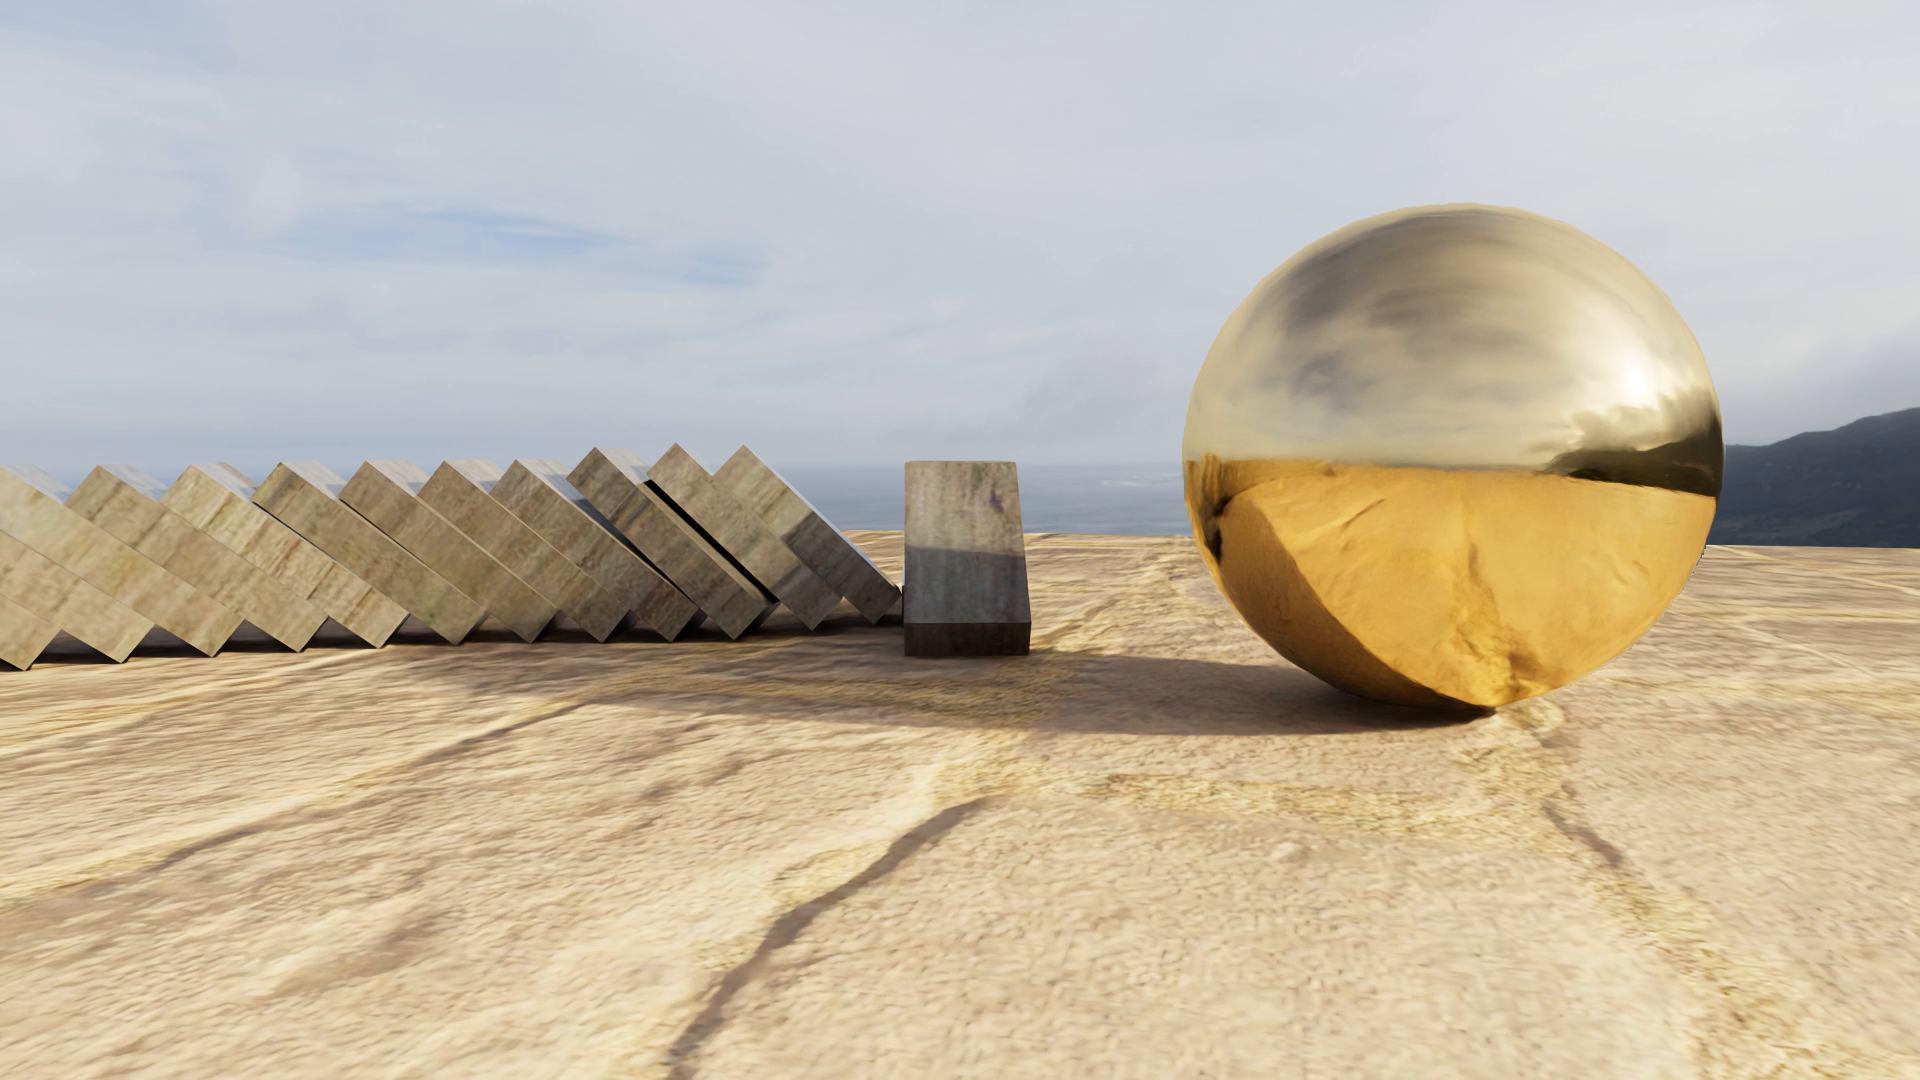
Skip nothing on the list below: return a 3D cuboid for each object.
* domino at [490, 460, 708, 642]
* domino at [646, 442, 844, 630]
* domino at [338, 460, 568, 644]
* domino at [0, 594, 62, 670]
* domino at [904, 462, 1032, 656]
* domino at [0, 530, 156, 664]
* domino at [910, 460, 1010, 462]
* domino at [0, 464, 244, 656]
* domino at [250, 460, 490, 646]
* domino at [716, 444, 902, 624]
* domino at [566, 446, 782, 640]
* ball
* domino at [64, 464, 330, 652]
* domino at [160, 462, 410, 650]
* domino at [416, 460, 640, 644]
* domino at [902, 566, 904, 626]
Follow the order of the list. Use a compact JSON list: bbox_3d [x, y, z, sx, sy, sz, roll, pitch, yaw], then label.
[{"bbox_3d":[-0.077,0.002,0.285,0.050,0.009,0.025,39,4,-1],"label":"domino"},{"bbox_3d":[-0.048,-0.001,0.294,0.050,0.009,0.025,44,-2,-4],"label":"domino"},{"bbox_3d":[-0.108,0.002,0.282,0.050,0.009,0.025,39,1,-6],"label":"domino"},{"bbox_3d":[-0.196,0.005,0.241,0.050,0.010,0.025,42,-19,-28],"label":"domino"},{"bbox_3d":[0.001,0.003,0.273,0.025,0.009,0.050,0,42,-2],"label":"domino"},{"bbox_3d":[-0.183,0.005,0.250,0.050,0.009,0.025,41,-15,-25],"label":"domino"},{"bbox_3d":[0.001,0.001,0.304,0.025,0.009,0.050,0,42,-2],"label":"domino"},{"bbox_3d":[-0.169,0.004,0.259,0.050,0.009,0.025,40,-12,-21],"label":"domino"},{"bbox_3d":[-0.124,0.002,0.278,0.050,0.009,0.025,39,-3,-11],"label":"domino"},{"bbox_3d":[-0.036,-0.002,0.306,0.050,0.009,0.025,44,-2,-5],"label":"domino"},{"bbox_3d":[-0.062,0.000,0.286,0.050,0.009,0.025,44,4,0],"label":"domino"},{"bbox_3d":[0.076,-0.013,0.206,0.080,0.080,0.080,0,4,0],"label":"ball"},{"bbox_3d":[-0.155,0.003,0.266,0.050,0.009,0.025,39,-9,-18],"label":"domino"},{"bbox_3d":[-0.140,0.003,0.272,0.050,0.009,0.025,39,-7,-15],"label":"domino"},{"bbox_3d":[-0.093,0.002,0.285,0.050,0.010,0.025,39,4,-2],"label":"domino"},{"bbox_3d":[-0.002,0.013,0.325,0.025,0.009,0.050,0,4,-2],"label":"domino"}]
